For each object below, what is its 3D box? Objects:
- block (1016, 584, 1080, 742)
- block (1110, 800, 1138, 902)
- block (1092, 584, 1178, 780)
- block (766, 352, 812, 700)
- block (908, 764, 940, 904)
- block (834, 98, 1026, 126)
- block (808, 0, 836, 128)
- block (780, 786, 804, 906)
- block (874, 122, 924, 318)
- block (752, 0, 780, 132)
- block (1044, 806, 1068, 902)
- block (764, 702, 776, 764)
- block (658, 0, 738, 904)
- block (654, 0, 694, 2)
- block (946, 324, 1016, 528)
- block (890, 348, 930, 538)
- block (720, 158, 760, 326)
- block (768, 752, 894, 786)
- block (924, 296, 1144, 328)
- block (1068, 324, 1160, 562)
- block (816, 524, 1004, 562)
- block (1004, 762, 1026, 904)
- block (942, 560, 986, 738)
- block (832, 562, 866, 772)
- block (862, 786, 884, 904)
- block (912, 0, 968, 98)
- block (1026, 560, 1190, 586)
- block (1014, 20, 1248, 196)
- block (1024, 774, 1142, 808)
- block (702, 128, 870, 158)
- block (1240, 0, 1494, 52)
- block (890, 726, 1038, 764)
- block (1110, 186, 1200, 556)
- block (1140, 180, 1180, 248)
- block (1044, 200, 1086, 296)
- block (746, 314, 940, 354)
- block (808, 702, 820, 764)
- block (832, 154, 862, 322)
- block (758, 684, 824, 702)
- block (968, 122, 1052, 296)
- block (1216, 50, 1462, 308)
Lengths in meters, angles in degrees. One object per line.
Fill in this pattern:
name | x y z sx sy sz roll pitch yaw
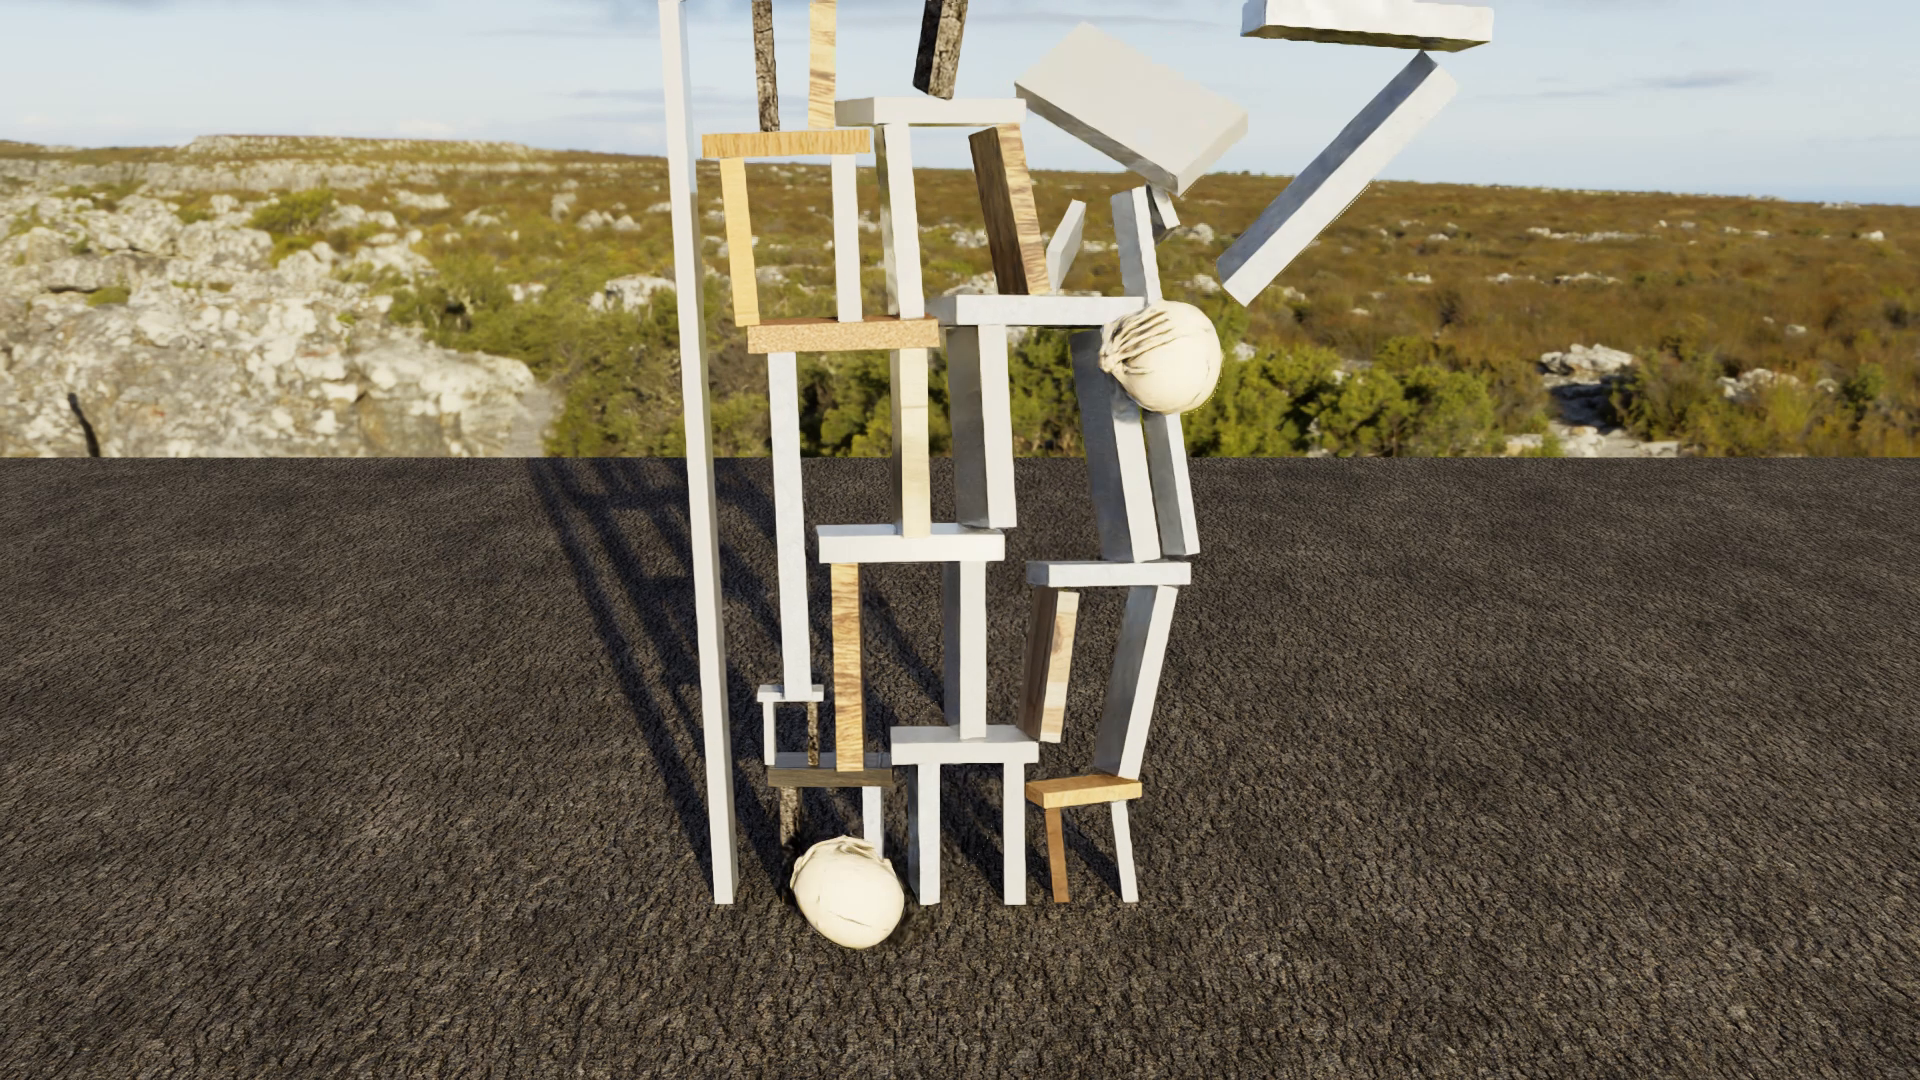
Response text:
block | 0.143 0.199 3.584 0.034 0.243 0.121 6 4 -17
block | 0.271 0.504 3.655 0.024 0.172 0.086 -8 10 2
block | 0.288 0.230 3.639 0.034 0.319 0.121 12 -1 -17
block | -0.276 -0.030 3.551 0.042 0.557 0.149 -3 10 -5
block | -0.060 0.471 3.649 0.034 0.238 0.119 -2 9 -9
block | -0.047 -0.685 3.521 0.274 0.039 0.137 -6 10 -29
block | -0.213 -0.809 3.424 0.040 0.328 0.141 1 12 -4
block | -0.278 0.491 3.646 0.029 0.203 0.101 0 10 0
block | -0.098 -0.509 3.505 0.039 0.301 0.137 -6 9 -9
block | -0.303 -0.740 3.433 0.029 0.205 0.103 -4 10 -3
block | 0.159 0.504 3.654 0.024 0.172 0.086 -6 10 1
block | -0.312 0.310 3.616 0.015 0.106 0.053 -1 10 0
block | -0.417 -0.124 3.539 0.029 1.452 0.103 -2 11 0
block | -0.377 -0.854 3.405 0.205 0.029 0.103 -1 10 -1
block | 0.033 -0.186 3.586 0.046 0.323 0.162 -5 5 -19
block | -0.081 -0.163 3.530 0.042 0.299 0.149 -2 9 -8
block | -0.349 -0.472 3.472 0.037 0.258 0.129 -6 10 -6
block | -0.211 0.378 3.624 0.203 0.029 0.101 0 10 0
block | 0.119 -0.374 3.608 0.323 0.046 0.162 -2 4 -20
block | 0.254 -0.158 3.639 0.046 0.384 0.162 -10 4 -15
block | -0.084 0.004 3.581 0.296 0.042 0.148 -1 7 -6
block | 0.090 0.471 3.647 0.034 0.238 0.119 -1 9 1
block | 0.007 0.167 3.641 0.042 0.296 0.148 -2 8 -11
block | -0.181 0.195 3.589 0.042 0.337 0.148 -1 8 0
block | -0.143 0.491 3.646 0.029 0.203 0.101 0 10 0
block | -0.022 -0.848 3.466 0.040 0.283 0.141 6 16 -13
block | 0.243 0.054 3.619 0.243 0.034 0.121 -1 2 -16
block | 0.278 -0.709 3.595 0.348 0.049 0.174 36 68 26
block | 0.201 0.410 3.604 0.172 0.024 0.086 -4 7 -19
block | -0.273 -0.622 3.455 0.258 0.037 0.129 -3 10 -4
block | 0.624 -0.798 3.390 0.348 0.049 0.174 3 7 -6
block | 0.006 0.337 3.624 0.238 0.034 0.119 0 9 -2
block | 0.321 -0.274 3.623 0.024 0.602 0.086 -10 3 -21
block | 0.317 -0.539 3.658 0.024 0.086 0.173 -21 -3 -11
block | 0.177 -0.497 3.738 0.024 0.086 0.173 15 40 10
block | -0.190 -0.330 3.507 0.299 0.042 0.149 -3 10 -6
block | -0.241 0.310 3.617 0.015 0.106 0.053 -1 10 0
block | -0.180 -0.480 3.483 0.037 0.258 0.129 -2 10 -3
block | -0.277 0.251 3.606 0.106 0.015 0.053 0 10 -1
block | 0.080 -0.533 3.577 0.039 0.274 0.137 -14 8 -18
block | 0.588 -0.570 3.462 0.049 0.463 0.174 41 17 -12
